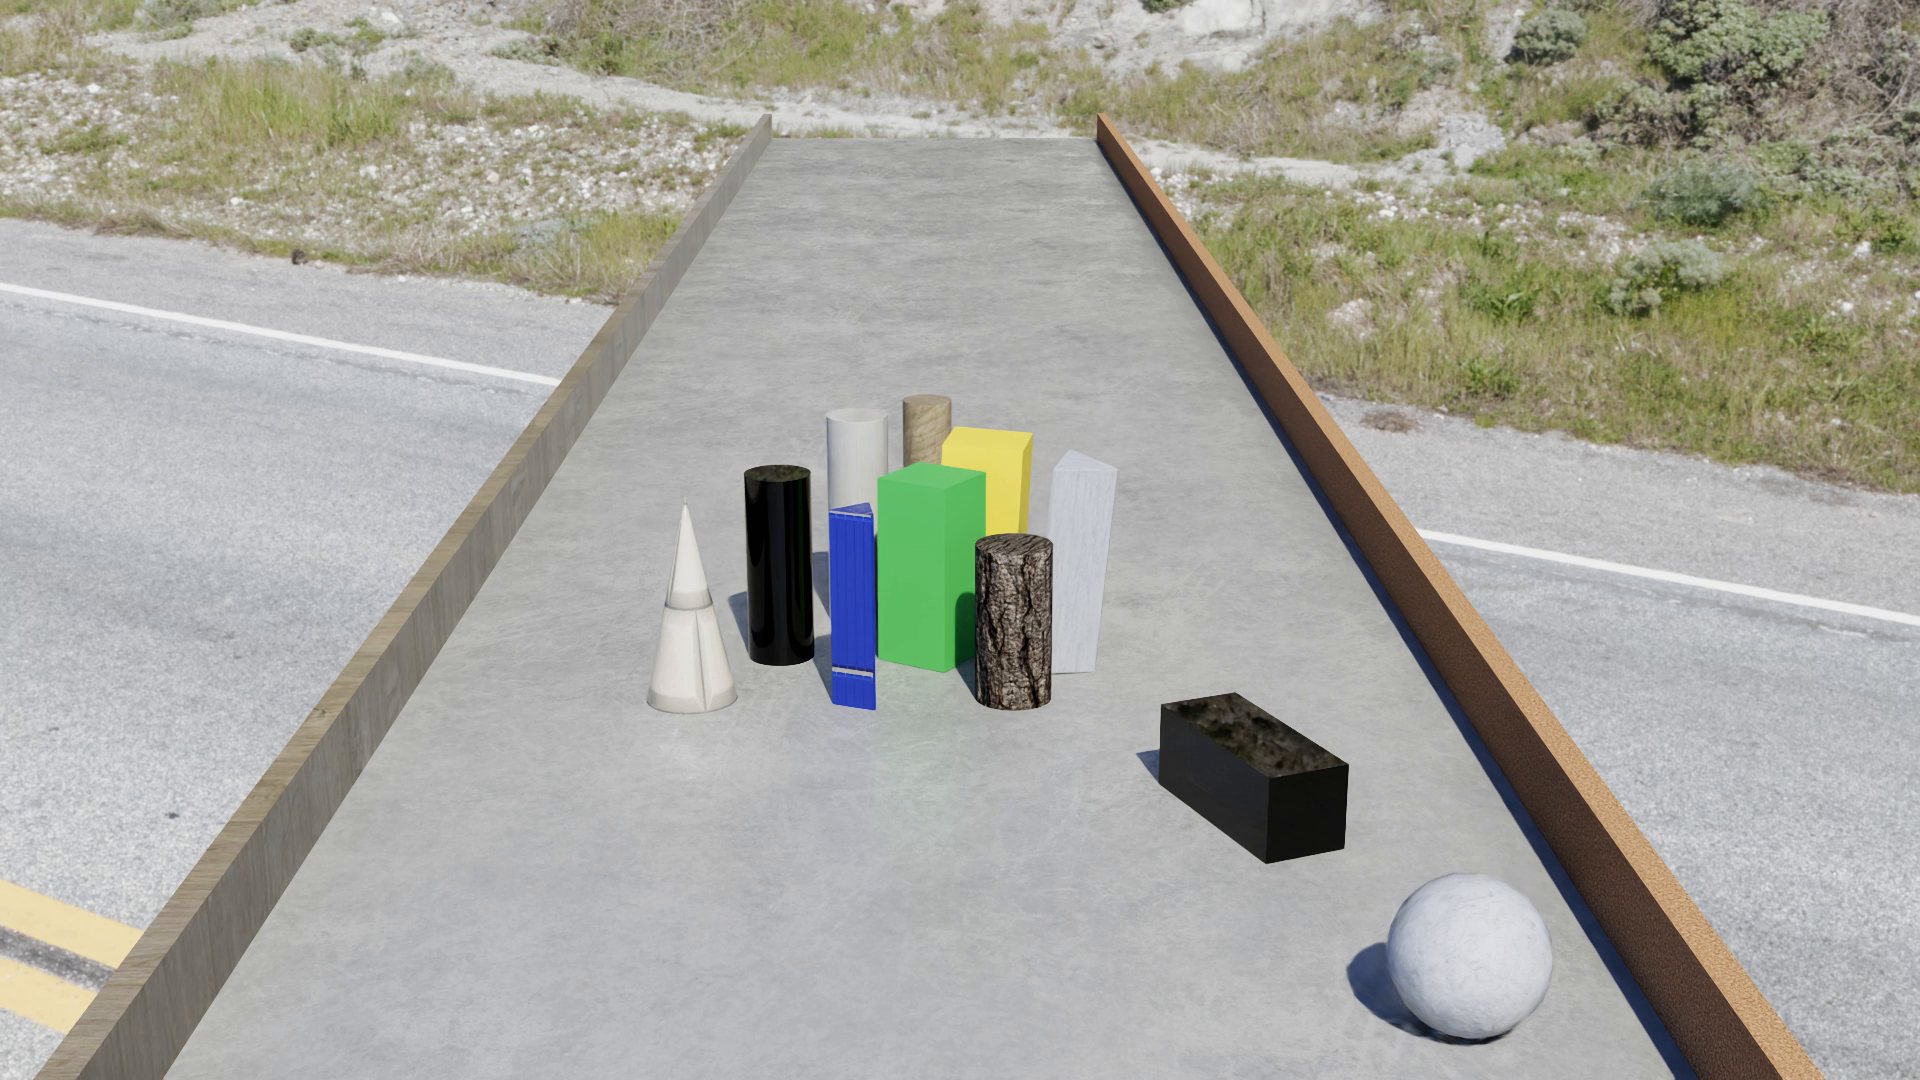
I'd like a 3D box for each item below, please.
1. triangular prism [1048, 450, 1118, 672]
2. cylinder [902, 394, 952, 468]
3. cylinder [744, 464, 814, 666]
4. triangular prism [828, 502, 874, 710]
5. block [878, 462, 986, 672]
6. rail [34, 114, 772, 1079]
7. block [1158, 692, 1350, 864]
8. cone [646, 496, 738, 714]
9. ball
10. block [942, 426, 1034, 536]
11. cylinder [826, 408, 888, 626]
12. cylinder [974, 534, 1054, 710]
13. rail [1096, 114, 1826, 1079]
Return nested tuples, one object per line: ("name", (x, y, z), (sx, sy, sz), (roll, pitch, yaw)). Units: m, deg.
("triangular prism", (0.210, 0.042, 4.306), (0.127, 0.427, 0.110), (-1, 23, -14))
("cylinder", (-0.072, -0.106, 4.852), (0.107, 0.417, 0.107), (0, 17, 0))
("cylinder", (-0.360, 0.050, 4.391), (0.133, 0.380, 0.133), (0, 17, 0))
("triangular prism", (-0.187, 0.123, 4.143), (0.089, 0.382, 0.077), (7, 18, 22))
("block", (-0.056, 0.052, 4.392), (0.156, 0.375, 0.156), (10, 19, 30))
("rail", (-1.118, -0.838, 7.780), (0.050, 0.150, 12.000), (0, 17, -1))
("block", (0.482, 0.390, 3.658), (0.147, 0.147, 0.357), (-7, 18, -22))
("cone", (-0.512, 0.110, 4.151), (0.173, 0.402, 0.173), (0, 17, 0))
("ball", (0.686, 0.559, 2.962), (0.220, 0.220, 0.220), (0, 17, 0))
("block", (0.048, -0.017, 4.566), (0.164, 0.399, 0.164), (5, 17, 8))
("cylinder", (-0.213, -0.047, 4.610), (0.128, 0.442, 0.128), (0, 17, 0))
("cylinder", (0.102, 0.154, 4.171), (0.147, 0.306, 0.147), (0, 17, 0))
("rail", (0.932, -0.844, 7.801), (0.050, 0.150, 12.000), (0, 17, -1))
